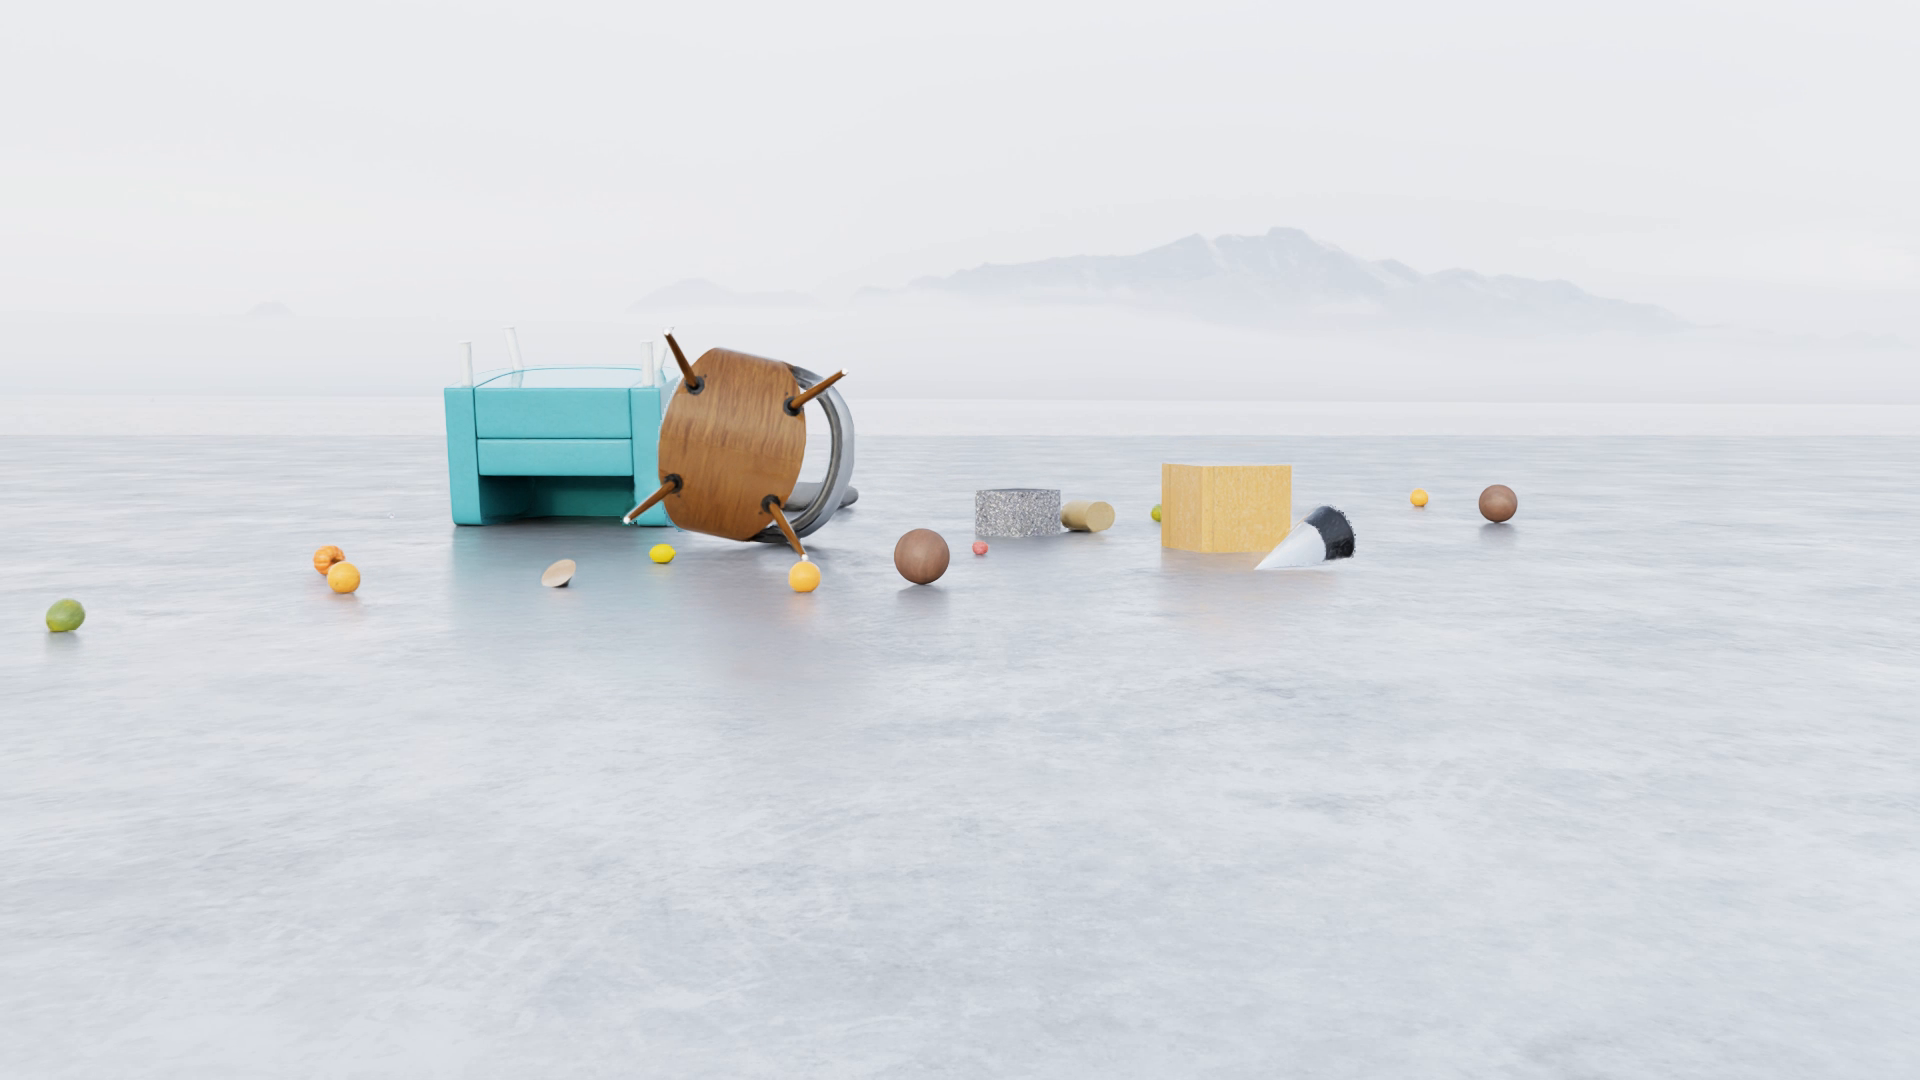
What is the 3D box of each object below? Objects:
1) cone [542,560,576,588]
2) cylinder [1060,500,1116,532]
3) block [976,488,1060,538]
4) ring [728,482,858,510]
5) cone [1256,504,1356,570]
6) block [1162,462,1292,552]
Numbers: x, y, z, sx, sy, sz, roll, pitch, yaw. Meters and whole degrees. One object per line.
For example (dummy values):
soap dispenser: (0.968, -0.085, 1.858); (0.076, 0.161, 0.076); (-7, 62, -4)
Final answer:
cone: (-0.905, 0.090, 5.018); (0.090, 0.041, 0.084); (-14, 41, 19)
cylinder: (0.403, -0.075, 6.948); (0.128, 0.095, 0.119); (-5, 6, -38)
block: (0.180, -0.086, 6.796); (0.172, 0.137, 0.210); (3, 5, 38)
ring: (-0.624, -0.163, 8.260); (0.540, 0.092, 0.401); (-4, 5, -42)
cone: (0.842, 0.030, 5.563); (0.299, 0.162, 0.148); (-24, -26, -35)
block: (0.748, -0.095, 6.198); (0.271, 0.238, 0.273); (-1, 4, -19)
